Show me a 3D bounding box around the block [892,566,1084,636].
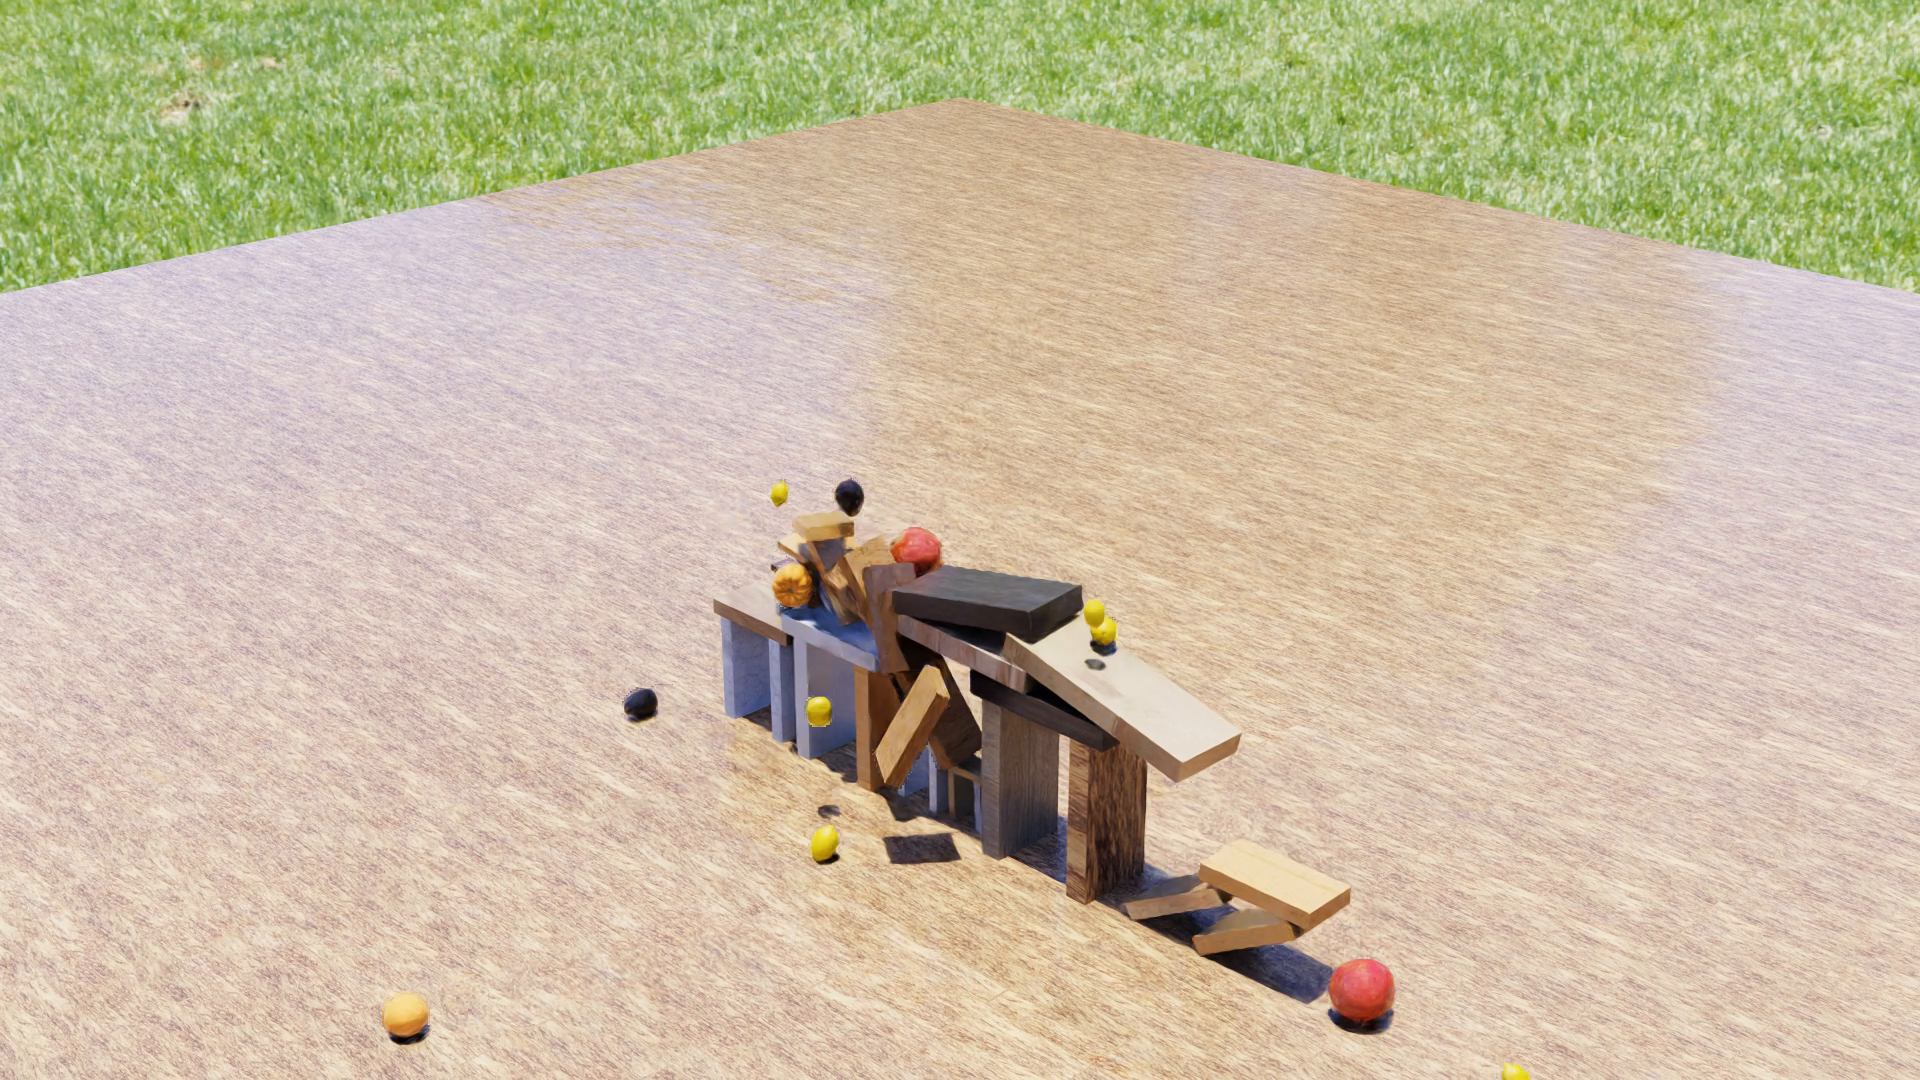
[{"bbox_3d":[0.051,0.114,4.212,0.334,0.047,0.167,8,22,39],"label":"block"}]

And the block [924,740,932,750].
[{"bbox_3d":[-0.063,0.389,4.456,0.141,0.020,0.071,21,31,40],"label":"block"}]

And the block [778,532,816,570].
[{"bbox_3d":[-0.324,0.022,4.572,0.054,0.015,0.109,-25,44,-38],"label":"block"}]

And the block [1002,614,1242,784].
[{"bbox_3d":[0.293,0.279,4.029,0.167,0.047,0.444,-21,44,-40],"label":"block"}]

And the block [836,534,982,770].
[{"bbox_3d":[-0.095,0.224,4.368,0.107,0.471,0.030,-29,4,-40],"label":"block"}]

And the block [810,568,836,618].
[{"bbox_3d":[-0.265,0.104,4.556,0.054,0.109,0.015,-22,-2,-34],"label":"block"}]

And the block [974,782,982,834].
[{"bbox_3d":[0.053,0.522,4.383,0.016,0.113,0.056,17,31,36],"label":"block"}]

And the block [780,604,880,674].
[{"bbox_3d":[-0.222,0.190,4.536,0.283,0.040,0.142,21,31,40],"label":"block"}]

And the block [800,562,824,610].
[{"bbox_3d":[-0.301,0.084,4.593,0.054,0.109,0.015,-18,13,-37],"label":"block"}]

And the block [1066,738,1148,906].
[{"bbox_3d":[0.278,0.502,4.143,0.169,0.338,0.048,-21,31,-41],"label":"block"}]

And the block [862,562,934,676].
[{"bbox_3d":[-0.123,0.154,4.324,0.107,0.213,0.030,-5,-10,-41],"label":"block"}]

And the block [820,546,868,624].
[{"bbox_3d":[-0.179,0.113,4.418,0.027,0.194,0.097,-37,13,50],"label":"block"}]

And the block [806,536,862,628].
[{"bbox_3d":[-0.235,0.075,4.535,0.097,0.194,0.027,-19,-8,-35],"label":"block"}]

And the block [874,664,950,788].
[{"bbox_3d":[-0.092,0.355,4.203,0.030,0.213,0.107,21,21,-23],"label":"block"}]

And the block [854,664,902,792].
[{"bbox_3d":[-0.149,0.364,4.540,0.040,0.283,0.142,21,31,40],"label":"block"}]

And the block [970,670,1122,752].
[{"bbox_3d":[0.198,0.293,4.141,0.338,0.048,0.169,21,31,41],"label":"block"}]

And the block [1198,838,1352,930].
[{"bbox_3d":[0.555,0.606,3.886,0.242,0.034,0.121,20,31,41],"label":"block"}]

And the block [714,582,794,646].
[{"bbox_3d":[-0.407,0.159,4.728,0.240,0.034,0.120,21,31,41],"label":"block"}]

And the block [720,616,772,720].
[{"bbox_3d":[-0.464,0.263,4.833,0.034,0.240,0.120,21,31,41],"label":"block"}]

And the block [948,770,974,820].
[{"bbox_3d":[0.003,0.503,4.428,0.016,0.113,0.056,21,34,40],"label":"block"}]

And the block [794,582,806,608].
[{"bbox_3d":[-0.325,0.126,4.632,0.014,0.100,0.050,20,30,40],"label":"block"}]

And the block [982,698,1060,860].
[{"bbox_3d":[0.119,0.440,4.290,0.169,0.338,0.048,-21,31,-41],"label":"block"}]

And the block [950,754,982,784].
[{"bbox_3d":[0.028,0.454,4.379,0.112,0.016,0.056,19,32,37],"label":"block"}]

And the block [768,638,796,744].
[{"bbox_3d":[-0.350,0.307,4.729,0.034,0.240,0.120,21,31,41],"label":"block"}]

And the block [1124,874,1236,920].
[{"bbox_3d":[0.429,0.646,4.040,0.121,0.034,0.242,-21,0,-41],"label":"block"}]

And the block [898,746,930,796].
[{"bbox_3d":[-0.096,0.451,4.518,0.020,0.141,0.071,21,31,41],"label":"block"}]

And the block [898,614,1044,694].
[{"bbox_3d":[0.058,0.190,4.240,0.334,0.047,0.167,24,33,38],"label":"block"}]

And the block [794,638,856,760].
[{"bbox_3d":[-0.282,0.312,4.663,0.040,0.283,0.142,21,31,41],"label":"block"}]

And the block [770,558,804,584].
[{"bbox_3d":[-0.347,0.065,4.632,0.050,0.014,0.100,-21,31,-40],"label":"block"}]

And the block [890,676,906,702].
[{"bbox_3d":[-0.096,0.320,4.468,0.054,0.108,0.015,-22,-3,-41],"label":"block"}]

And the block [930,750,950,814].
[{"bbox_3d":[-0.029,0.477,4.456,0.071,0.141,0.020,-21,31,-41],"label":"block"}]

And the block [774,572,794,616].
[{"bbox_3d":[-0.370,0.109,4.675,0.050,0.100,0.014,-21,31,-41],"label":"block"}]

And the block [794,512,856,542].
[{"bbox_3d":[-0.277,-0.028,4.467,0.097,0.027,0.194,-7,9,-11],"label":"block"}]

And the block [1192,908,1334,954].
[{"bbox_3d":[0.542,0.690,3.935,0.121,0.034,0.242,-21,-1,-41],"label":"block"}]
